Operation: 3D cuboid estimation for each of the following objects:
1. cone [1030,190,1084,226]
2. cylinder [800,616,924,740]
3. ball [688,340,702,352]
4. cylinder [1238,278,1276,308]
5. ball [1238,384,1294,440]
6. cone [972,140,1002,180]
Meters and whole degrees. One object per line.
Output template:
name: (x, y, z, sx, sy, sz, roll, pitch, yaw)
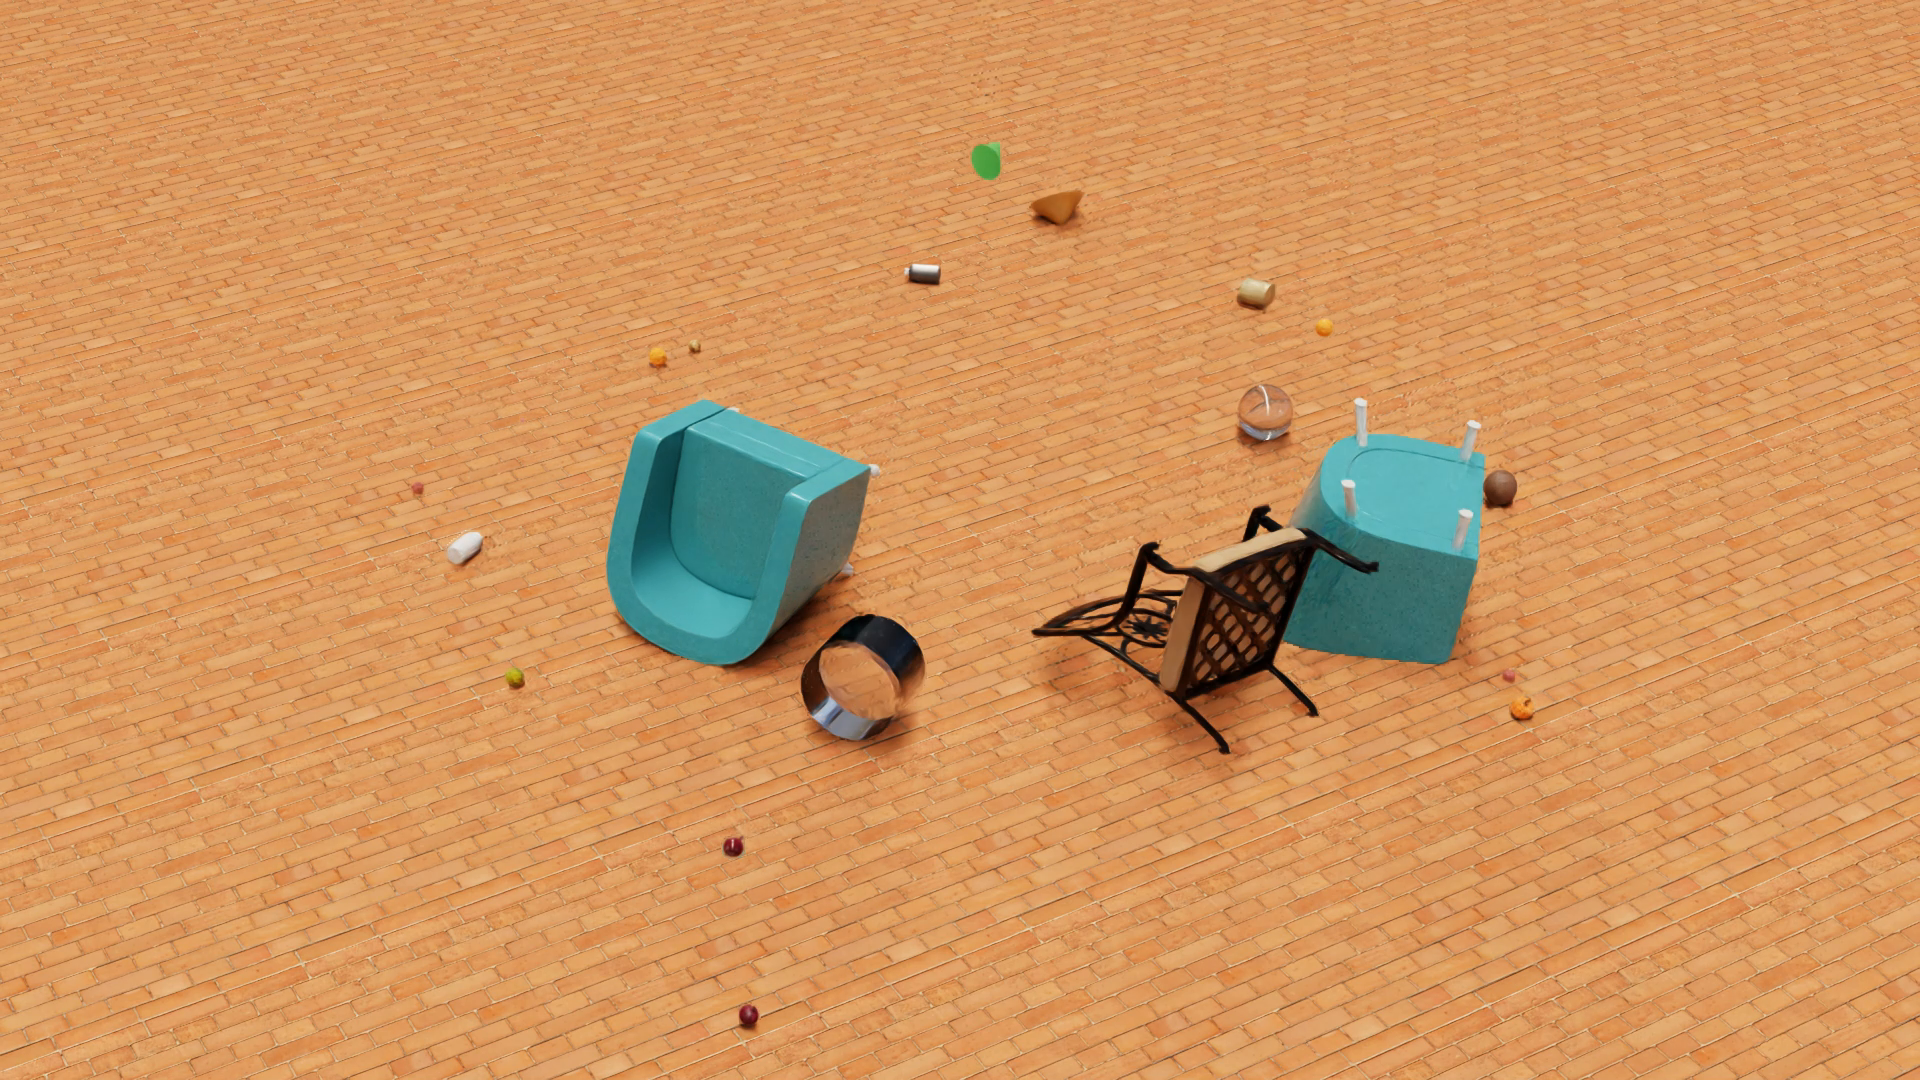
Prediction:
cone: (0.447, -1.455, 13.069, 0.247, 0.123, 0.275, -9, -7, -20)
cylinder: (-0.327, 0.463, 9.897, 0.343, 0.343, 0.267, 21, 29, 13)
ball: (-1.096, -0.803, 12.115, 0.053, 0.053, 0.053, 0, 33, 0)
cylinder: (1.261, -1.051, 12.452, 0.119, 0.095, 0.128, 18, 44, 25)
ball: (1.199, -0.501, 11.503, 0.222, 0.222, 0.222, 0, 33, 0)
cone: (0.135, -1.555, 11.736, 0.113, 0.151, 0.268, -17, 20, 22)
